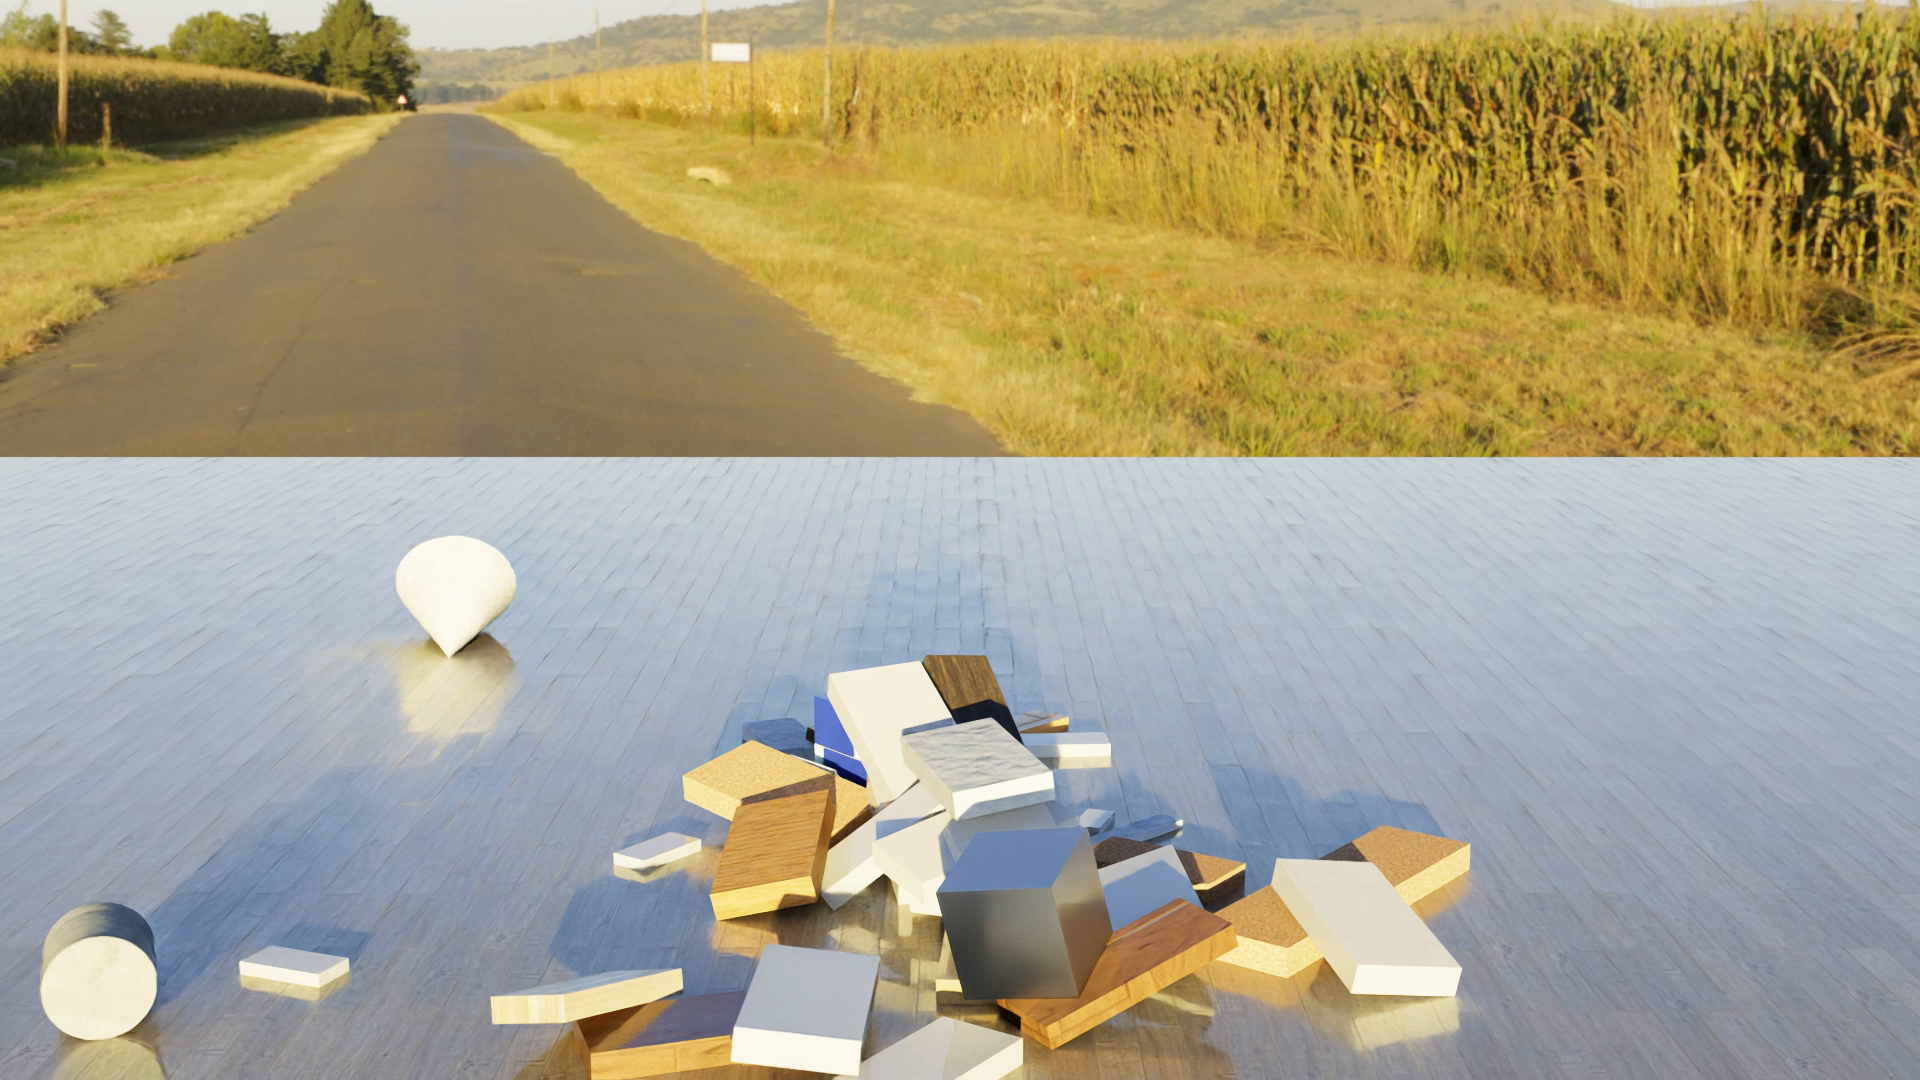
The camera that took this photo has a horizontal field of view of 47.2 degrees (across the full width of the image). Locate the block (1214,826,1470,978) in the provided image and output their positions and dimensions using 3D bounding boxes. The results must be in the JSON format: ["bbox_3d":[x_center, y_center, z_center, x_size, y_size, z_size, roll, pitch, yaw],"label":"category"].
[{"bbox_3d":[0.619,0.581,3.591,0.166,0.047,0.627,8,13,37],"label":"block"}]

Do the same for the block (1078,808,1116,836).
[{"bbox_3d":[0.245,0.516,4.026,0.052,0.015,0.104,4,11,19],"label":"block"}]

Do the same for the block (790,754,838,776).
[{"bbox_3d":[-0.270,0.434,4.085,0.104,0.052,0.015,15,53,30],"label":"block"}]

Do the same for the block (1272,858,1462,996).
[{"bbox_3d":[0.614,0.587,3.357,0.166,0.047,0.332,5,18,-15],"label":"block"}]

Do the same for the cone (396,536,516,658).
[{"bbox_3d":[-1.251,0.197,5.424,0.295,0.295,0.295,-1,37,-8],"label":"cone"}]

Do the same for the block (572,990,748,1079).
[{"bbox_3d":[-0.375,0.683,3.050,0.299,0.042,0.149,-4,11,-19],"label":"block"}]

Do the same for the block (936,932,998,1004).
[{"bbox_3d":[0.038,0.635,3.327,0.129,0.037,0.258,1,11,3],"label":"block"}]

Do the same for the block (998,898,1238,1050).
[{"bbox_3d":[0.228,0.620,3.166,0.333,0.037,0.132,-23,20,-26],"label":"block"}]

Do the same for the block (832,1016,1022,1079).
[{"bbox_3d":[-0.044,0.709,2.925,0.132,0.037,0.265,7,13,34],"label":"block"}]

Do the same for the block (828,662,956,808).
[{"bbox_3d":[-0.095,0.352,3.910,0.176,0.050,0.352,-7,37,-21],"label":"block"}]

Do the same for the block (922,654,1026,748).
[{"bbox_3d":[0.051,0.376,4.023,0.129,0.037,0.404,2,46,-30],"label":"block"}]

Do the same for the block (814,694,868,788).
[{"bbox_3d":[-0.131,0.397,4.147,0.205,0.205,0.205,-8,13,-38],"label":"block"}]

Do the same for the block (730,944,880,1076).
[{"bbox_3d":[-0.207,0.642,3.029,0.167,0.047,0.334,6,8,1],"label":"block"}]

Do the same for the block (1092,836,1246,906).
[{"bbox_3d":[0.338,0.560,3.733,0.258,0.037,0.129,7,13,34],"label":"block"}]

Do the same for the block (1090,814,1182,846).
[{"bbox_3d":[0.267,0.536,3.917,0.340,0.015,0.052,-10,15,-44],"label":"block"}]

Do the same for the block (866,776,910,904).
[{"bbox_3d":[-0.047,0.502,3.780,0.176,0.050,0.352,-2,25,-11],"label":"block"}]

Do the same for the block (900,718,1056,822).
[{"bbox_3d":[0.025,0.378,3.668,0.167,0.047,0.334,-11,14,-14],"label":"block"}]

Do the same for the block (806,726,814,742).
[{"bbox_3d":[-0.214,0.407,4.474,0.180,0.025,0.090,6,7,-37],"label":"block"}]

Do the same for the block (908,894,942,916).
[{"bbox_3d":[0.036,0.510,3.569,0.149,0.042,0.299,4,26,17],"label":"block"}]

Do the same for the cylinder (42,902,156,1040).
[{"bbox_3d":[-1.227,0.612,3.136,0.151,0.151,0.151,-4,11,-20],"label":"cylinder"}]

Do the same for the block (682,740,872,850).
[{"bbox_3d":[-0.315,0.468,3.981,0.352,0.050,0.176,18,29,37],"label":"block"}]

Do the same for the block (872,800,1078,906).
[{"bbox_3d":[0.026,0.482,3.530,0.299,0.042,0.149,-19,29,-29],"label":"block"}]

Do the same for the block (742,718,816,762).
[{"bbox_3d":[-0.362,0.414,4.530,0.112,0.032,0.224,-4,11,-22],"label":"block"}]

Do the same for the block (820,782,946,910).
[{"bbox_3d":[-0.130,0.502,3.656,0.258,0.037,0.129,-37,18,-6],"label":"block"}]

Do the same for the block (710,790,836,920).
[{"bbox_3d":[-0.310,0.524,3.687,0.167,0.047,0.334,-11,17,6],"label":"block"}]

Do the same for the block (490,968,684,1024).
[{"bbox_3d":[-0.521,0.640,3.092,0.129,0.037,0.258,-8,-6,30],"label":"block"}]

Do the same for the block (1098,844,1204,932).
[{"bbox_3d":[0.288,0.579,3.459,0.166,0.047,0.332,-19,11,0],"label":"block"}]

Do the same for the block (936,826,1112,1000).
[{"bbox_3d":[0.095,0.537,3.167,0.176,0.176,0.176,-6,19,23],"label":"block"}]

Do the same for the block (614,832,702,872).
[{"bbox_3d":[-0.529,0.546,3.852,0.072,0.020,0.144,7,13,35],"label":"block"}]

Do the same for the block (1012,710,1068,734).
[{"bbox_3d":[0.050,0.413,4.554,0.090,0.026,0.436,10,14,42],"label":"block"}]

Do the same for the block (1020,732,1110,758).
[{"bbox_3d":[0.213,0.420,4.513,0.180,0.025,0.090,-1,11,-4],"label":"block"}]

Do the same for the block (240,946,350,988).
[{"bbox_3d":[-1.005,0.644,3.323,0.144,0.020,0.072,4,11,21],"label":"block"}]
